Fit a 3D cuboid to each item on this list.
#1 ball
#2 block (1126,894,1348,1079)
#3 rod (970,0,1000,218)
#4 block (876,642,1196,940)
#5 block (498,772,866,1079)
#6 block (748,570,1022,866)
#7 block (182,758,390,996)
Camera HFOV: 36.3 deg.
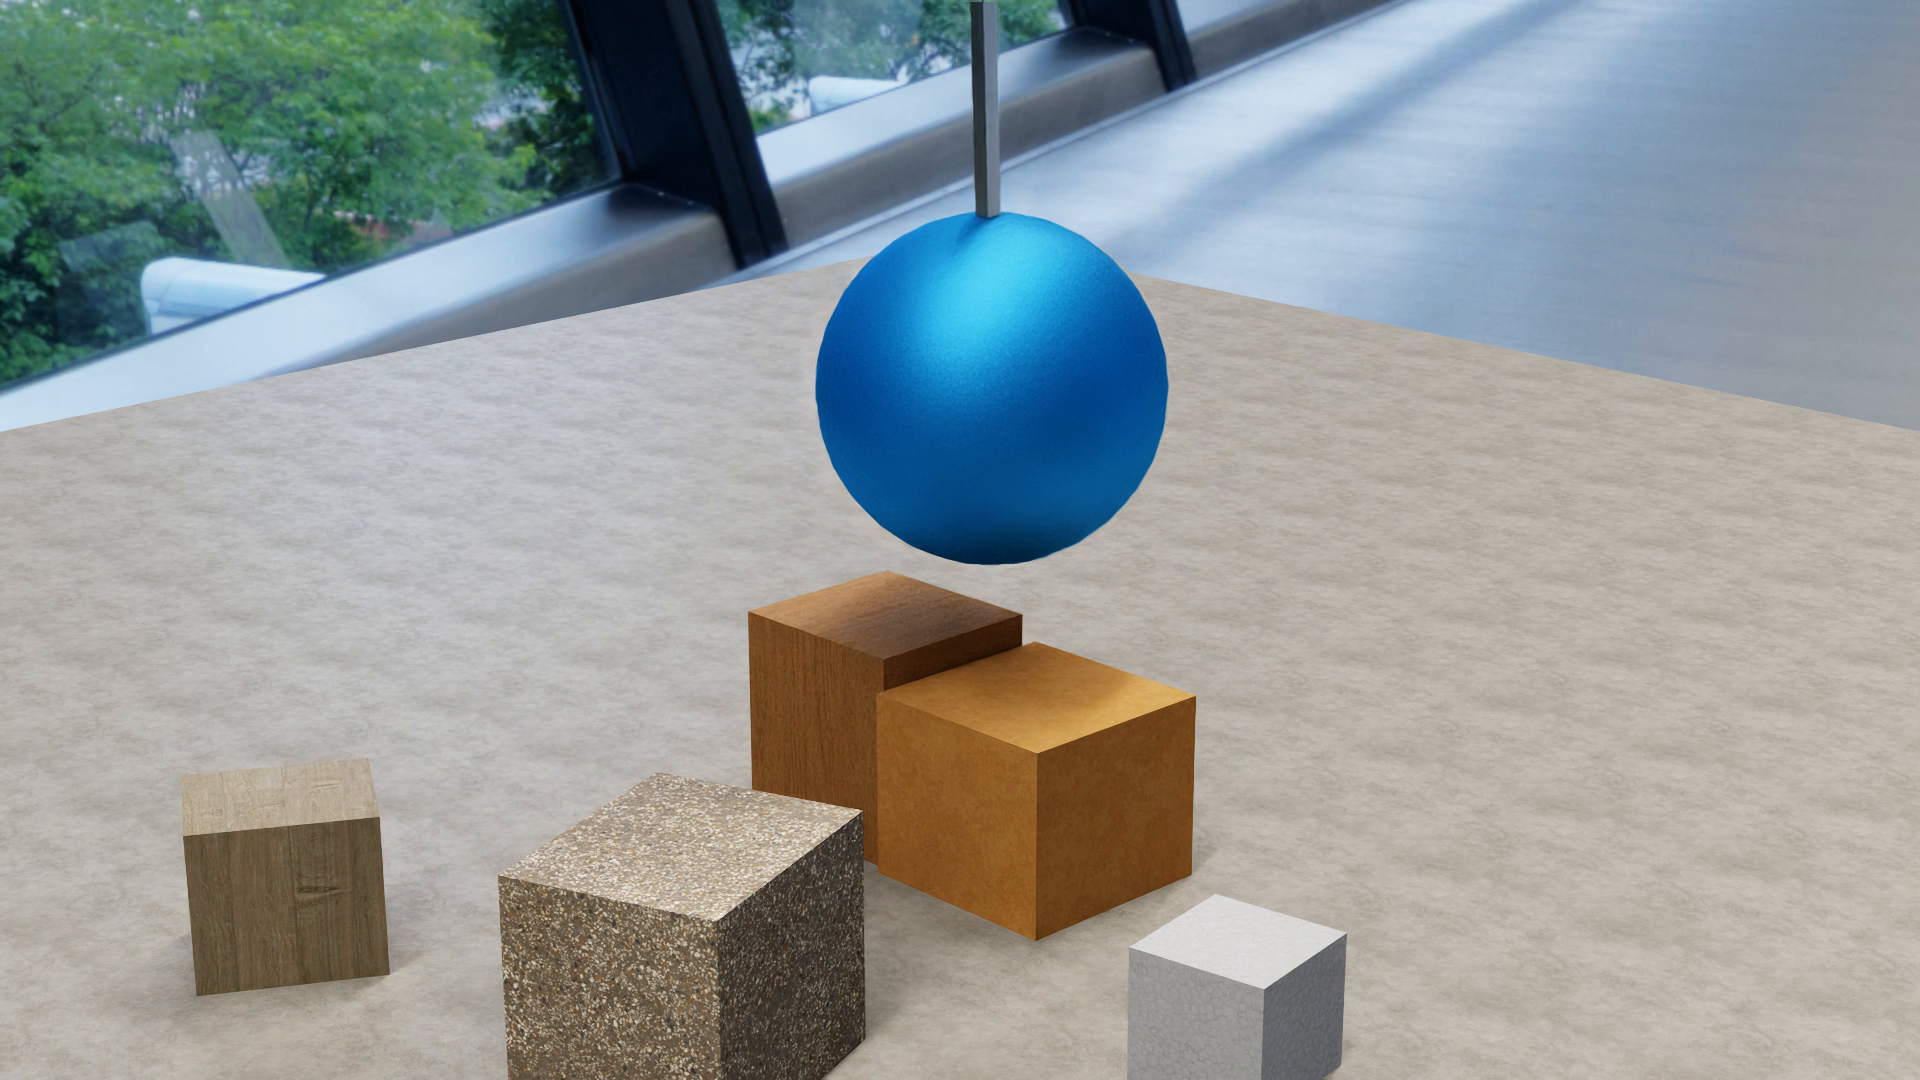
[{"bbox_3d":[0.143,-0.686,13.276,1.600,1.600,1.600,0,17,0],"label":"ball"},{"bbox_3d":[1.089,1.837,11.539,0.610,0.577,0.623,13,21,35],"label":"block"},{"bbox_3d":[0.062,-3.903,12.180,0.080,5.200,0.080,17,26,42],"label":"rod"},{"bbox_3d":[0.343,1.114,13.337,1.019,0.877,1.017,-16,24,-41],"label":"block"},{"bbox_3d":[-1.059,1.642,11.451,0.948,1.001,1.148,8,19,24],"label":"block"},{"bbox_3d":[-0.353,0.832,13.986,0.896,1.026,0.938,-16,24,-42],"label":"block"},{"bbox_3d":[-2.897,1.433,12.576,0.797,0.725,0.688,-5,18,-14],"label":"block"}]
